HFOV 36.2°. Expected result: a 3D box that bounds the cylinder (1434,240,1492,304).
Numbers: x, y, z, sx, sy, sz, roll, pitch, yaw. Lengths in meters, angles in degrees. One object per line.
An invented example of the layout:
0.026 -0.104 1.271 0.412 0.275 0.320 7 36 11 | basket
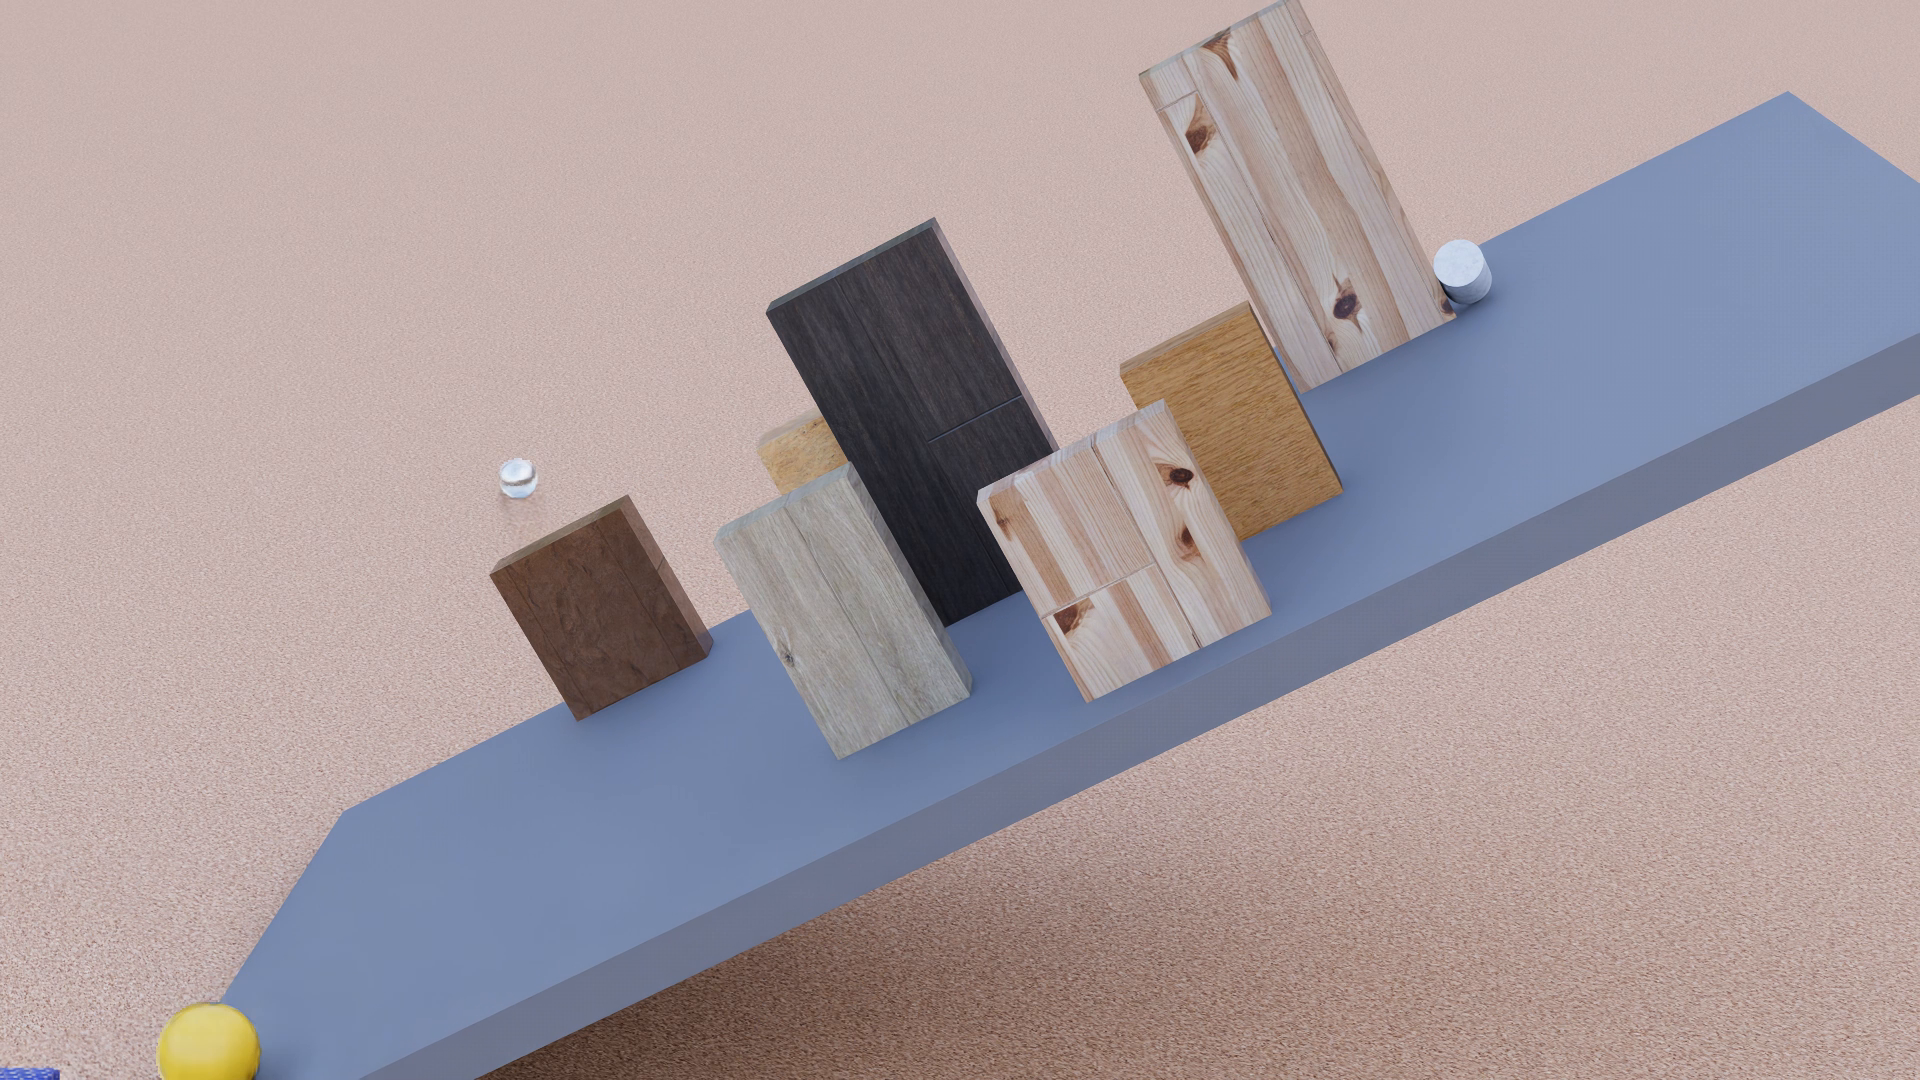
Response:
1.116 -0.595 6.529 0.111 0.111 0.111 7 -14 22 | cylinder

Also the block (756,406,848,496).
-0.199 -0.056 6.461 0.270 0.513 0.131 -26 14 11 | block

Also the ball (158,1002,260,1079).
-1.492 1.021 5.849 0.199 0.199 0.199 0 17 0 | ball

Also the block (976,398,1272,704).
0.301 0.022 5.373 0.380 0.432 0.087 -26 14 11 | block

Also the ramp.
0.141 0.167 6.281 4.000 0.100 2.000 -26 14 11 | ramp

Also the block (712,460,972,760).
-0.229 0.142 5.826 0.299 0.510 0.107 -26 14 11 | block

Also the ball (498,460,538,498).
-1.591 -0.218 10.592 0.137 0.137 0.137 0 17 0 | ball

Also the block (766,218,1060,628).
-0.045 -0.244 6.257 0.396 0.785 0.107 -26 14 11 | block

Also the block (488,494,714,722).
-0.872 0.167 7.179 0.369 0.425 0.120 -26 14 11 | block

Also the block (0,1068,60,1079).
-1.947 1.187 5.975 0.178 0.178 0.178 -1 8 6 | block

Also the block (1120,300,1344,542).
0.536 -0.222 5.813 0.283 0.412 0.095 -26 14 11 | block

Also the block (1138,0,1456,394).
0.748 -0.762 6.510 0.383 0.795 0.097 -26 14 11 | block
